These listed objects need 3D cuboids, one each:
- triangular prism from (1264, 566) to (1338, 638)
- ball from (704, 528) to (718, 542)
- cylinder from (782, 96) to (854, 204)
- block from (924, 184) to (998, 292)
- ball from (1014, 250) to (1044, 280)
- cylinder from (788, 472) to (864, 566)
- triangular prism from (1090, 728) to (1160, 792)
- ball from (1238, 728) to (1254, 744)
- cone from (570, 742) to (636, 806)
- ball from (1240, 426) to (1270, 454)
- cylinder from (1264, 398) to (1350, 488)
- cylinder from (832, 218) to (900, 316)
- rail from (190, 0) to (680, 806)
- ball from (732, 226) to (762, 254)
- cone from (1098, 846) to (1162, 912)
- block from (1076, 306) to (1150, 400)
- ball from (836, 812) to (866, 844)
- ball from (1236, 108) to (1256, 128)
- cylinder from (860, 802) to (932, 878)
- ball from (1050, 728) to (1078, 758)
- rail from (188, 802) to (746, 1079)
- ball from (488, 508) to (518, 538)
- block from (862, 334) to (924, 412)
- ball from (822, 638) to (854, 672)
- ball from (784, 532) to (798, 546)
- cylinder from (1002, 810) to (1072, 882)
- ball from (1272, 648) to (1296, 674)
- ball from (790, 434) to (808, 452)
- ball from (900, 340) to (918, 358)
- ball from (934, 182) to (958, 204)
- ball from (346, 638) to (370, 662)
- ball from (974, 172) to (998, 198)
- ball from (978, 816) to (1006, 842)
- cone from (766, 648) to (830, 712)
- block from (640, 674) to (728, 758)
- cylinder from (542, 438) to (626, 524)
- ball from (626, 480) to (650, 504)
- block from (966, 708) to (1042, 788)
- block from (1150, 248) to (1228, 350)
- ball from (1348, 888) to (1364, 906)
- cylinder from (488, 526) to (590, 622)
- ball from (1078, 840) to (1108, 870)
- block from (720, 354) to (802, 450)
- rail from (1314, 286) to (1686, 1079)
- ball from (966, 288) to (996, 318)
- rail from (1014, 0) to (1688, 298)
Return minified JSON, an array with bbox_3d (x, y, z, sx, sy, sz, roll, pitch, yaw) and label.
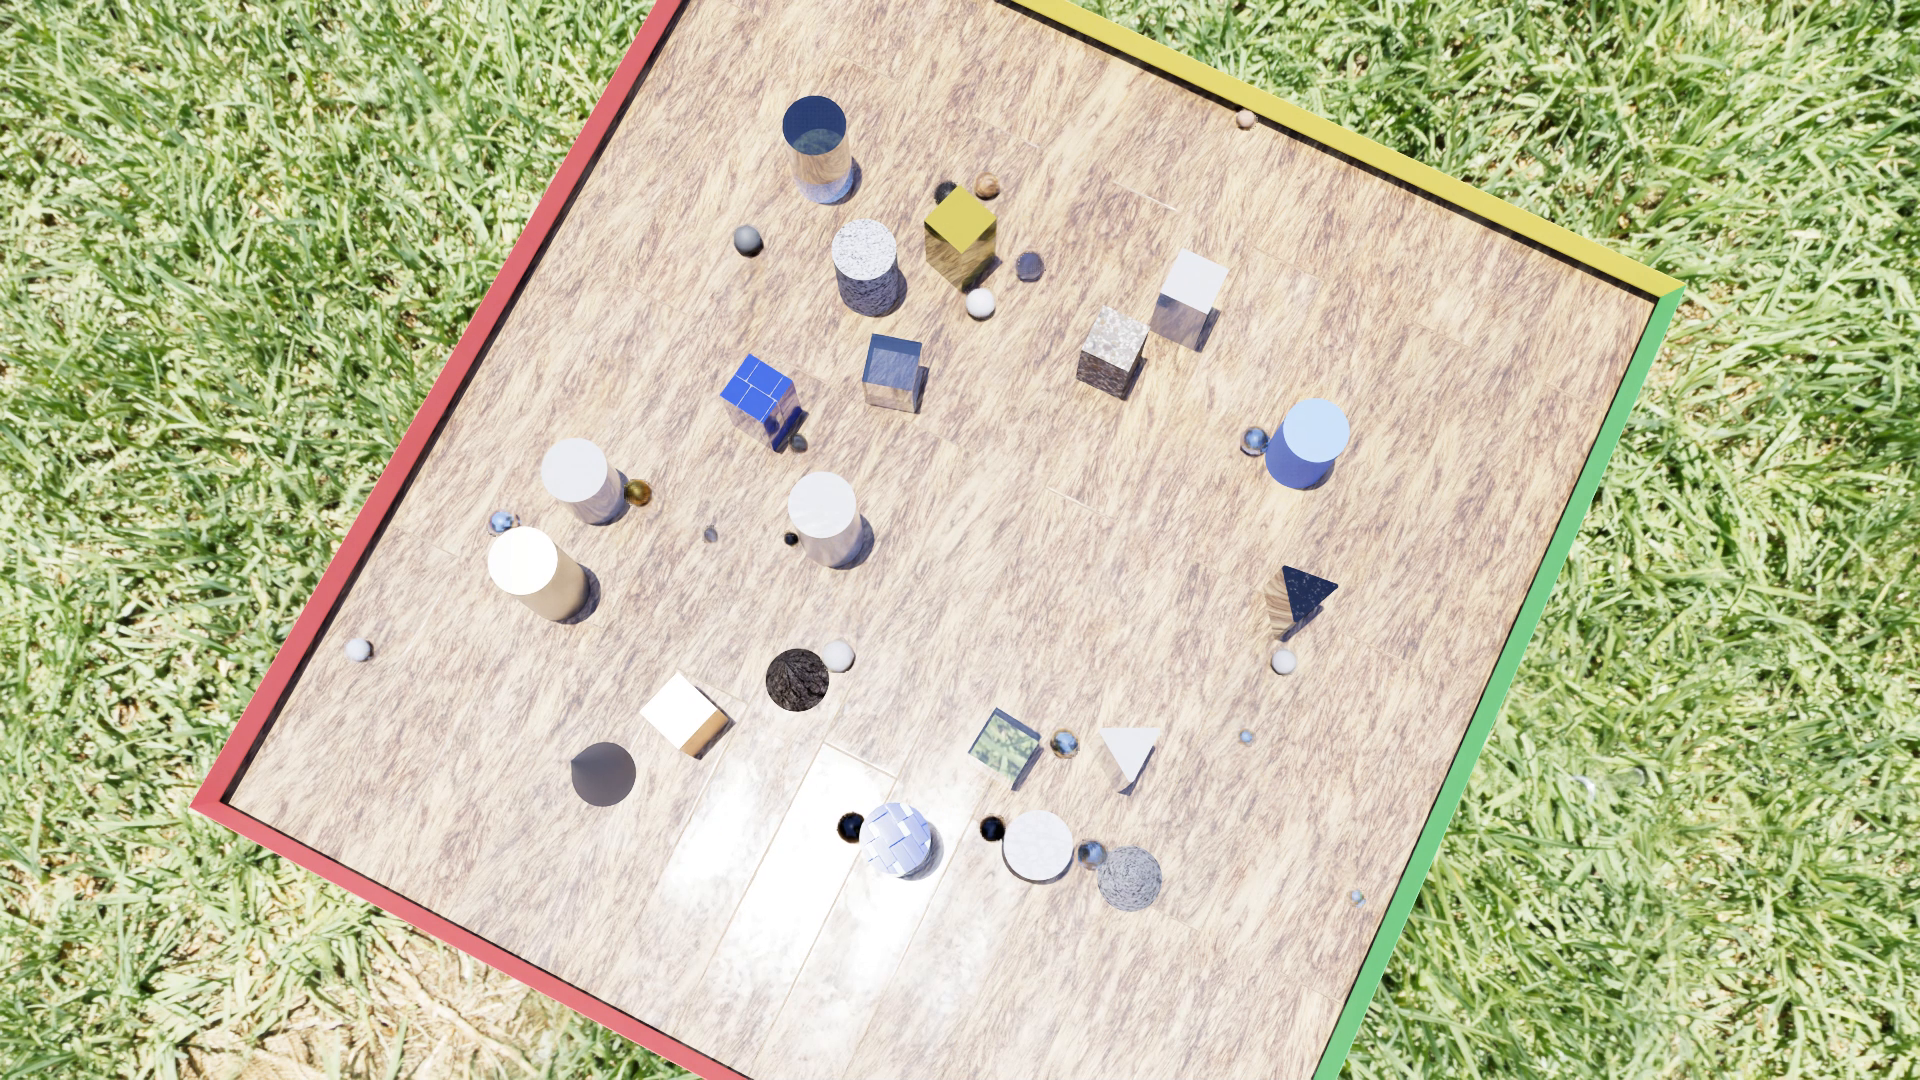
[{"bbox_3d":[0.973,0.162,5.412,0.167,0.335,0.145,-39,81,-7],"label":"triangular prism"},{"bbox_3d":[-0.763,-0.018,5.598,0.043,0.043,0.043,0,78,0],"label":"ball"},{"bbox_3d":[-0.437,-1.205,5.675,0.193,0.375,0.193,0,78,0],"label":"cylinder"},{"bbox_3d":[0.002,-0.920,5.627,0.155,0.352,0.155,43,81,8],"label":"block"},{"bbox_3d":[0.217,-0.863,5.749,0.089,0.089,0.089,0,78,0],"label":"ball"},{"bbox_3d":[-0.391,-0.056,5.406,0.193,0.436,0.193,0,78,0],"label":"cylinder"},{"bbox_3d":[0.490,0.602,5.272,0.145,0.431,0.167,-30,80,-6],"label":"triangular prism"},{"bbox_3d":[0.853,0.587,5.470,0.048,0.048,0.048,0,78,0],"label":"ball"},{"bbox_3d":[-1.063,0.651,5.238,0.193,0.478,0.193,0,78,0],"label":"cone"},{"bbox_3d":[0.907,-0.307,5.635,0.088,0.088,0.088,0,78,0],"label":"ball"},{"bbox_3d":[1.039,-0.287,5.506,0.193,0.332,0.193,0,78,0],"label":"cylinder"},{"bbox_3d":[-0.286,-0.833,5.623,0.193,0.326,0.193,0,78,0],"label":"cylinder"},{"bbox_3d":[-1.454,-0.705,5.697,0.045,0.126,3.436,26,80,5],"label":"rail"},{"bbox_3d":[-0.670,-0.946,5.767,0.089,0.089,0.089,0,78,0],"label":"ball"},{"bbox_3d":[0.501,0.970,5.267,0.193,0.292,0.193,0,78,0],"label":"cone"},{"bbox_3d":[0.463,-0.569,5.583,0.155,0.297,0.155,26,79,5],"label":"block"},{"bbox_3d":[-0.317,0.846,5.393,0.095,0.095,0.095,0,78,0],"label":"ball"},{"bbox_3d":[0.916,-1.350,5.866,0.059,0.059,0.059,0,78,0],"label":"ball"},{"bbox_3d":[-0.177,0.856,5.203,0.193,0.462,0.193,0,78,0],"label":"cylinder"},{"bbox_3d":[0.310,0.602,5.448,0.086,0.086,0.086,0,78,0],"label":"ball"},{"bbox_3d":[-0.758,1.491,5.243,3.298,0.126,0.045,26,80,5],"label":"rail"},{"bbox_3d":[-1.394,-0.052,5.581,0.090,0.090,0.090,0,78,0],"label":"ball"},{"bbox_3d":[-0.203,-0.508,5.600,0.155,0.239,0.155,11,79,2],"label":"block"},{"bbox_3d":[-0.368,0.345,5.496,0.097,0.097,0.097,0,78,0],"label":"ball"},{"bbox_3d":[-0.516,-0.004,5.595,0.044,0.044,0.044,0,78,0],"label":"ball"},{"bbox_3d":[0.218,0.883,5.268,0.193,0.326,0.193,0,78,0],"label":"cylinder"},{"bbox_3d":[0.973,0.364,5.502,0.076,0.076,0.076,0,78,0],"label":"ball"},{"bbox_3d":[-0.499,-0.298,5.649,0.057,0.057,0.057,0,78,0],"label":"ball"},{"bbox_3d":[-0.159,-0.597,5.713,0.052,0.052,0.052,0,78,0],"label":"ball"},{"bbox_3d":[-0.037,-1.090,5.796,0.089,0.089,0.089,0,78,0],"label":"ball"},{"bbox_3d":[-1.810,0.330,5.512,0.071,0.071,0.071,0,78,0],"label":"ball"},{"bbox_3d":[0.084,-1.126,5.809,0.079,0.079,0.079,0,78,0],"label":"ball"},{"bbox_3d":[0.095,0.851,5.400,0.079,0.079,0.079,0,78,0],"label":"ball"},{"bbox_3d":[-0.490,0.381,5.326,0.193,0.414,0.193,0,78,0],"label":"cone"},{"bbox_3d":[-0.801,0.515,5.358,0.155,0.298,0.155,42,81,8],"label":"block"},{"bbox_3d":[-1.126,-0.174,5.497,0.193,0.304,0.193,0,78,0],"label":"cylinder"},{"bbox_3d":[-0.986,-0.147,5.609,0.074,0.074,0.074,0,78,0],"label":"ball"},{"bbox_3d":[0.127,0.609,5.334,0.155,0.308,0.155,32,80,6],"label":"block"},{"bbox_3d":[0.694,-0.730,5.588,0.155,0.352,0.155,26,79,5],"label":"block"},{"bbox_3d":[1.161,1.046,5.375,0.048,0.048,0.048,0,78,0],"label":"ball"},{"bbox_3d":[-1.224,0.105,5.357,0.193,0.466,0.193,0,78,0],"label":"cylinder"},{"bbox_3d":[0.388,0.923,5.381,0.088,0.088,0.088,0,78,0],"label":"ball"},{"bbox_3d":[-0.597,-0.411,5.533,0.155,0.331,0.155,33,80,6],"label":"block"},{"bbox_3d":[1.454,0.718,5.403,0.045,0.126,3.436,26,80,5],"label":"rail"},{"bbox_3d":[0.065,-0.741,5.723,0.092,0.092,0.092,0,78,0],"label":"ball"},{"bbox_3d":[0.758,-1.478,5.857,3.298,0.126,0.045,26,80,5],"label":"rail"}]
